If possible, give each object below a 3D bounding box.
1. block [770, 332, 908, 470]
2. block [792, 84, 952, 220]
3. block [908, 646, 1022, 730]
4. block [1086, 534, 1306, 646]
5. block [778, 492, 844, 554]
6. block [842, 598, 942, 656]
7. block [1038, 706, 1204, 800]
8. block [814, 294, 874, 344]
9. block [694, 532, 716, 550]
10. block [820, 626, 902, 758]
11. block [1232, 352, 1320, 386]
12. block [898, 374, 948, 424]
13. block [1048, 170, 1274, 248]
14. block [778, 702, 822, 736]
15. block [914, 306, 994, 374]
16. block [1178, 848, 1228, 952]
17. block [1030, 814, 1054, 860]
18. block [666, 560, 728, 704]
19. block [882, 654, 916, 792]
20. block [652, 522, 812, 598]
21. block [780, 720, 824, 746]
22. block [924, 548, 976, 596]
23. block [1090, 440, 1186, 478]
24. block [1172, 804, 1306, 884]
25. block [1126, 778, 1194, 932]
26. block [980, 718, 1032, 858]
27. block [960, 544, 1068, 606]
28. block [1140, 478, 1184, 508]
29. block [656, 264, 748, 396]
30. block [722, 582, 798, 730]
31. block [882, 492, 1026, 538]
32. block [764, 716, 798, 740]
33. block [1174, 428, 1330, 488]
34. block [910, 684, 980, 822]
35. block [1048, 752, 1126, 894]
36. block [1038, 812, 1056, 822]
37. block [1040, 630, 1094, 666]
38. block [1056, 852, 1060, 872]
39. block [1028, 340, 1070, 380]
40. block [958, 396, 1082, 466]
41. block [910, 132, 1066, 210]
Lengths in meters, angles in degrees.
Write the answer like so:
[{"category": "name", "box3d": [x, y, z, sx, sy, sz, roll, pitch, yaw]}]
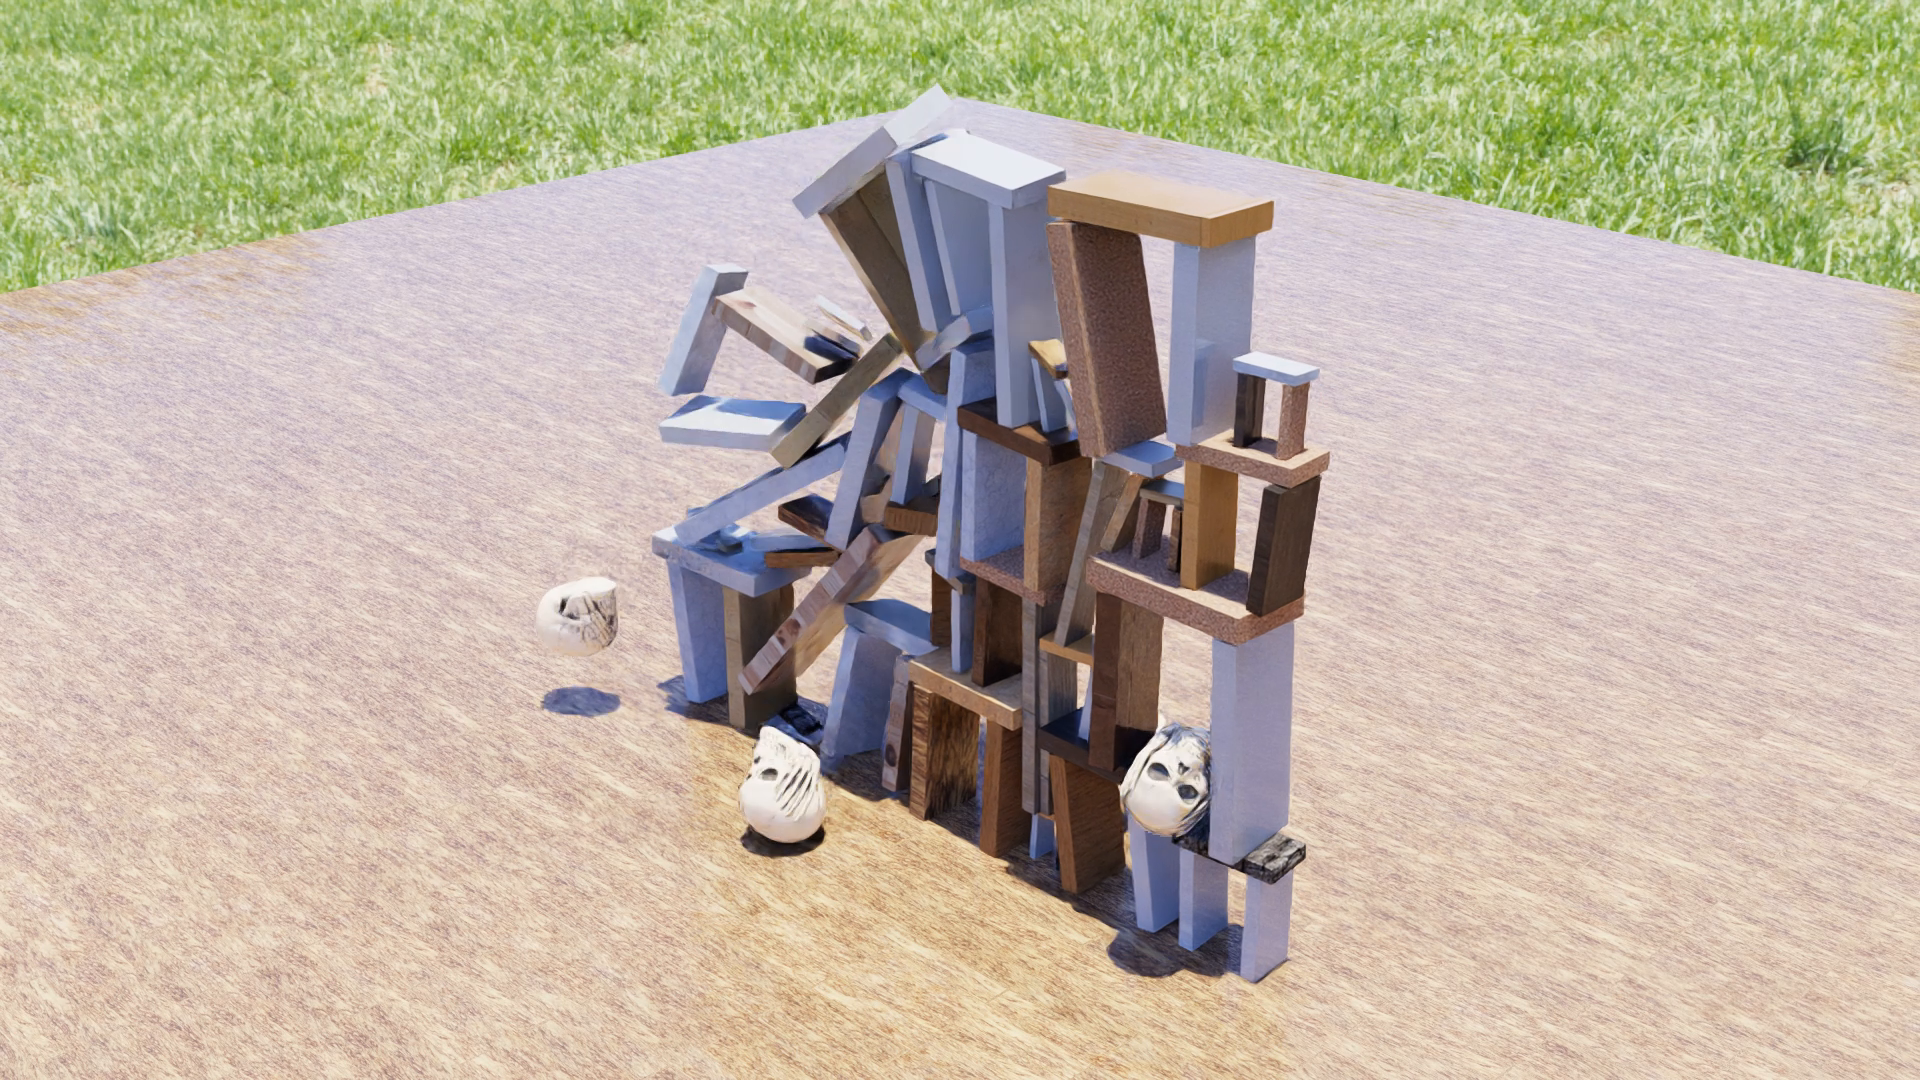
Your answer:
[{"category": "block", "box3d": [-0.229, -0.291, 4.437, 0.049, 0.344, 0.172, 45, 21, -1]}, {"category": "block", "box3d": [-0.165, -0.713, 4.056, 0.167, 0.047, 0.334, -45, 11, -36]}, {"category": "block", "box3d": [0.053, 0.279, 4.286, 0.148, 0.042, 0.296, -20, 30, -39]}, {"category": "block", "box3d": [0.402, 0.079, 3.786, 0.174, 0.049, 0.348, -21, 30, -38]}, {"category": "block", "box3d": [-0.269, -0.033, 4.563, 0.210, 0.030, 0.105, 28, 33, 35]}, {"category": "block", "box3d": [-0.094, 0.186, 4.529, 0.141, 0.040, 0.283, -6, 20, -45]}, {"category": "block", "box3d": [0.295, 0.389, 4.066, 0.140, 0.040, 0.281, -22, 31, -40]}, {"category": "block", "box3d": [-0.235, -0.445, 4.434, 0.126, 0.018, 0.063, 35, -7, 23]}, {"category": "block", "box3d": [-0.553, -0.018, 4.739, 0.046, 0.013, 0.093, 7, 39, -21]}, {"category": "block", "box3d": [-0.203, 0.312, 4.631, 0.141, 0.283, 0.040, -6, 25, -46]}, {"category": "block", "box3d": [0.508, -0.276, 3.544, 0.126, 0.018, 0.063, 20, 29, 40]}, {"category": "block", "box3d": [-0.011, -0.259, 4.332, 0.206, 0.029, 0.103, 29, 26, 14]}, {"category": "block", "box3d": [0.326, -0.545, 3.607, 0.338, 0.048, 0.169, 19, 29, 40]}, {"category": "block", "box3d": [-0.346, 0.387, 4.749, 0.046, 0.013, 0.092, -26, 45, -32]}, {"category": "block", "box3d": [0.033, -0.385, 4.122, 0.147, 0.042, 0.293, -17, -4, -21]}, {"category": "block", "box3d": [0.444, 0.630, 3.996, 0.030, 0.213, 0.107, 20, 33, 39]}, {"category": "block", "box3d": [0.162, 0.566, 4.291, 0.052, 0.104, 0.015, -22, 35, -40]}, {"category": "block", "box3d": [-0.552, 0.180, 4.907, 0.166, 0.332, 0.047, -21, 23, -41]}, {"category": "block", "box3d": [-0.082, 0.366, 4.511, 0.040, 0.283, 0.141, 22, 22, 39]}, {"category": "block", "box3d": [-0.498, 0.030, 4.774, 0.332, 0.047, 0.166, 21, 31, 38]}, {"category": "block", "box3d": [-0.340, 0.412, 4.743, 0.092, 0.013, 0.046, 25, 32, 24]}, {"category": "block", "box3d": [0.006, 0.057, 4.285, 0.085, 0.024, 0.169, -9, 26, -24]}, {"category": "block", "box3d": [0.301, -0.150, 3.804, 0.086, 0.024, 0.172, -20, 28, -37]}, {"category": "block", "box3d": [0.494, 0.538, 3.901, 0.213, 0.030, 0.107, 19, 32, 37]}, {"category": "block", "box3d": [0.377, 0.567, 4.060, 0.140, 0.281, 0.040, -22, 24, -41]}, {"category": "block", "box3d": [0.112, 0.461, 4.292, 0.148, 0.296, 0.042, -21, 35, -40]}, {"category": "block", "box3d": [0.119, 0.056, 4.124, 0.115, 0.033, 0.230, -20, 31, -38]}, {"category": "block", "box3d": [0.374, -0.078, 3.763, 0.119, 0.017, 0.059, 16, 29, 33]}, {"category": "block", "box3d": [-0.537, -0.440, 4.595, 0.040, 0.281, 0.140, 28, 16, 15]}, {"category": "block", "box3d": [-0.434, 0.231, 4.791, 0.047, 0.332, 0.166, 17, 28, 36]}, {"category": "block", "box3d": [0.024, -0.046, 4.434, 0.332, 0.047, 0.166, 10, 21, 6]}, {"category": "block", "box3d": [-0.377, 0.409, 4.781, 0.092, 0.013, 0.046, 16, 28, 33]}, {"category": "block", "box3d": [0.480, -0.142, 3.617, 0.227, 0.032, 0.113, 18, 28, 37]}, {"category": "block", "box3d": [-0.029, 0.406, 4.422, 0.148, 0.296, 0.042, -21, 34, -41]}, {"category": "block", "box3d": [0.243, 0.515, 4.183, 0.140, 0.281, 0.040, -21, 23, -41]}, {"category": "block", "box3d": [0.188, 0.522, 4.242, 0.052, 0.015, 0.104, -22, 31, -40]}, {"category": "block", "box3d": [0.230, 0.197, 4.044, 0.154, 0.022, 0.077, 17, 29, 38]}, {"category": "block", "box3d": [0.211, 0.586, 4.245, 0.052, 0.104, 0.015, -22, 35, -40]}, {"category": "block", "box3d": [0.170, -0.318, 3.872, 0.056, 0.016, 0.113, -8, 35, -24]}, {"category": "block", "box3d": [0.126, -0.203, 3.990, 0.128, 0.036, 0.256, -18, 30, -36]}, {"category": "block", "box3d": [0.049, -0.652, 3.877, 0.130, 0.037, 0.261, -26, 39, -34]}]
